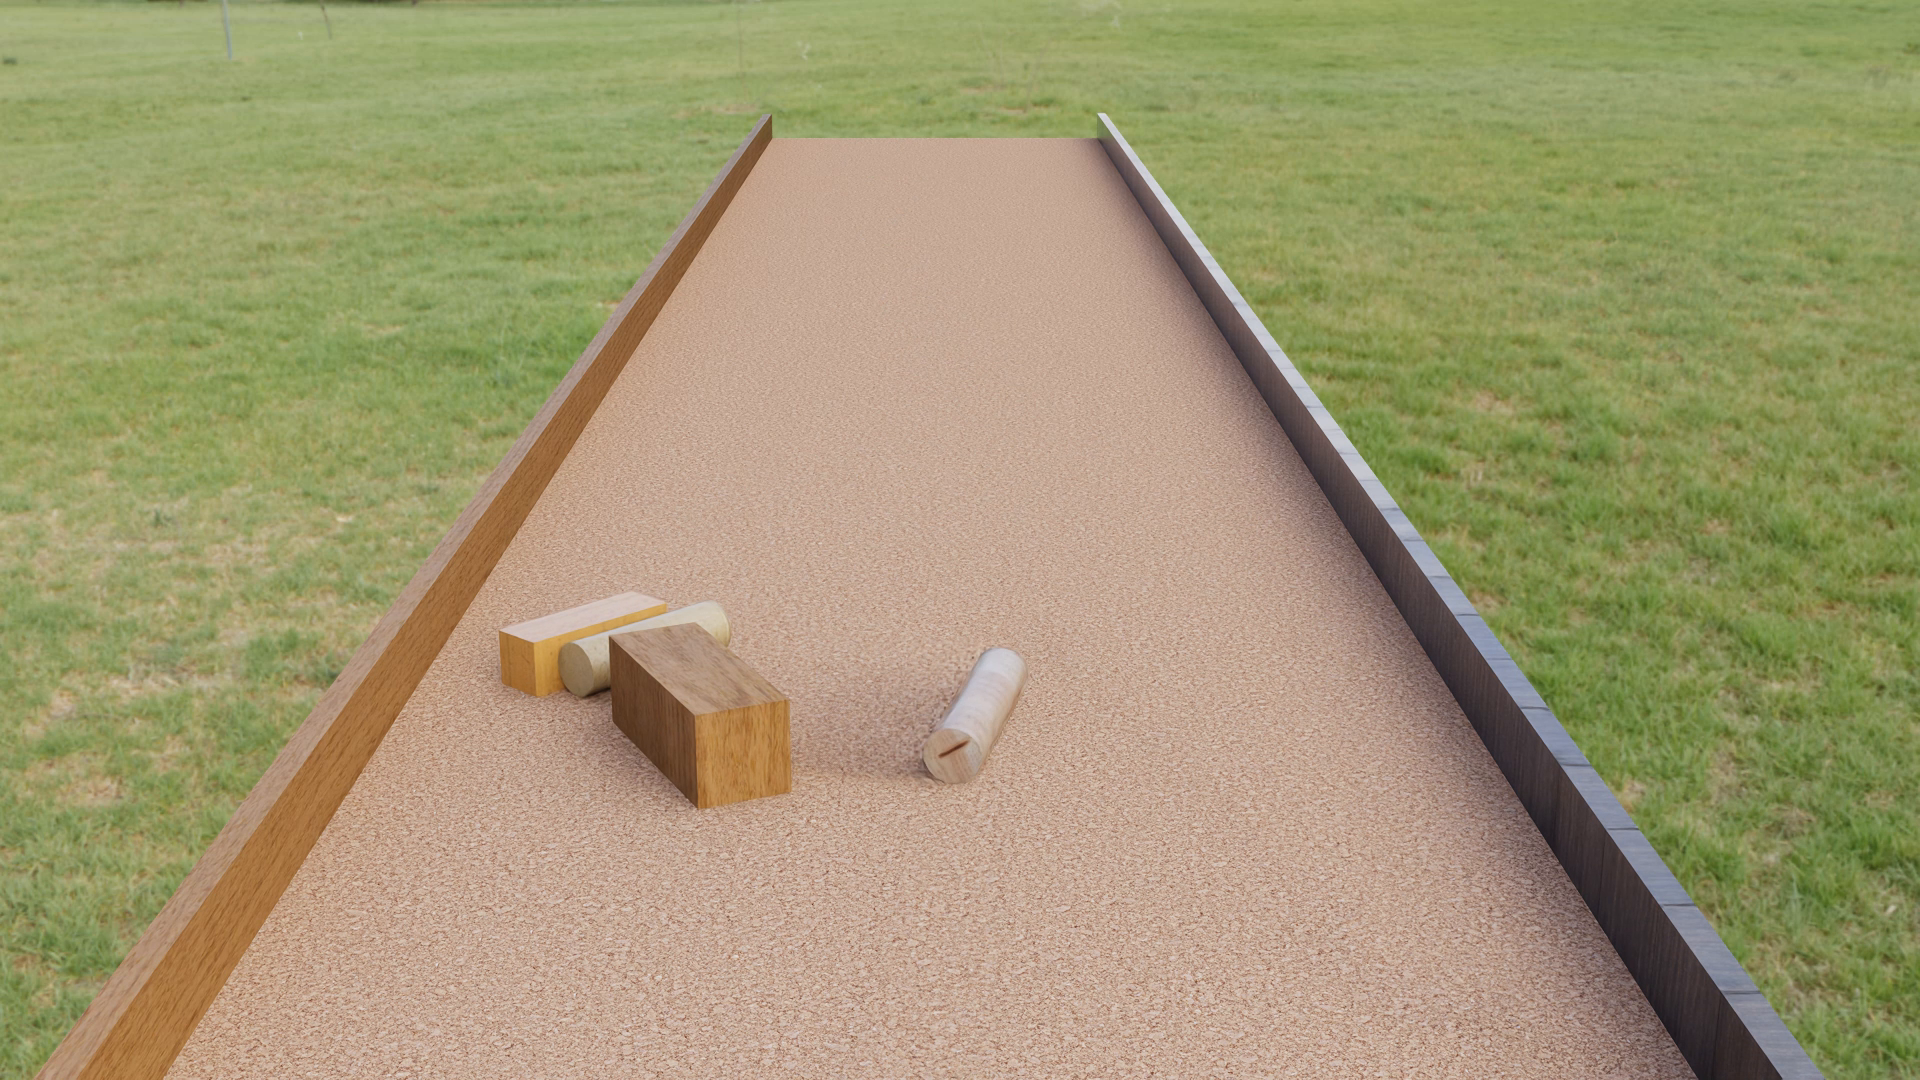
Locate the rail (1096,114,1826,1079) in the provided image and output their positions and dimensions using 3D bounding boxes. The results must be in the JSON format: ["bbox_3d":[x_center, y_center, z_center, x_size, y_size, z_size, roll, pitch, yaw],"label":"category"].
[{"bbox_3d":[0.932,-0.844,7.801,0.050,0.150,12.000,0,17,-1],"label":"rail"}]

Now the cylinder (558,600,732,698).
[{"bbox_3d":[-0.617,0.211,4.327,0.108,0.108,0.350,15,22,40],"label":"cylinder"}]

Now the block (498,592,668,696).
[{"bbox_3d":[-0.741,0.203,4.351,0.110,0.110,0.330,15,22,40],"label":"block"}]

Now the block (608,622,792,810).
[{"bbox_3d":[-0.468,0.304,3.907,0.170,0.170,0.457,-8,18,-26],"label":"block"}]

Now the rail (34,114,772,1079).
[{"bbox_3d":[-1.118,-0.838,7.780,0.050,0.150,12.000,0,17,-1],"label":"rail"}]

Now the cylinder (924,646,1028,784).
[{"bbox_3d":[0.033,0.312,3.998,0.102,0.102,0.434,4,17,12],"label":"cylinder"}]
